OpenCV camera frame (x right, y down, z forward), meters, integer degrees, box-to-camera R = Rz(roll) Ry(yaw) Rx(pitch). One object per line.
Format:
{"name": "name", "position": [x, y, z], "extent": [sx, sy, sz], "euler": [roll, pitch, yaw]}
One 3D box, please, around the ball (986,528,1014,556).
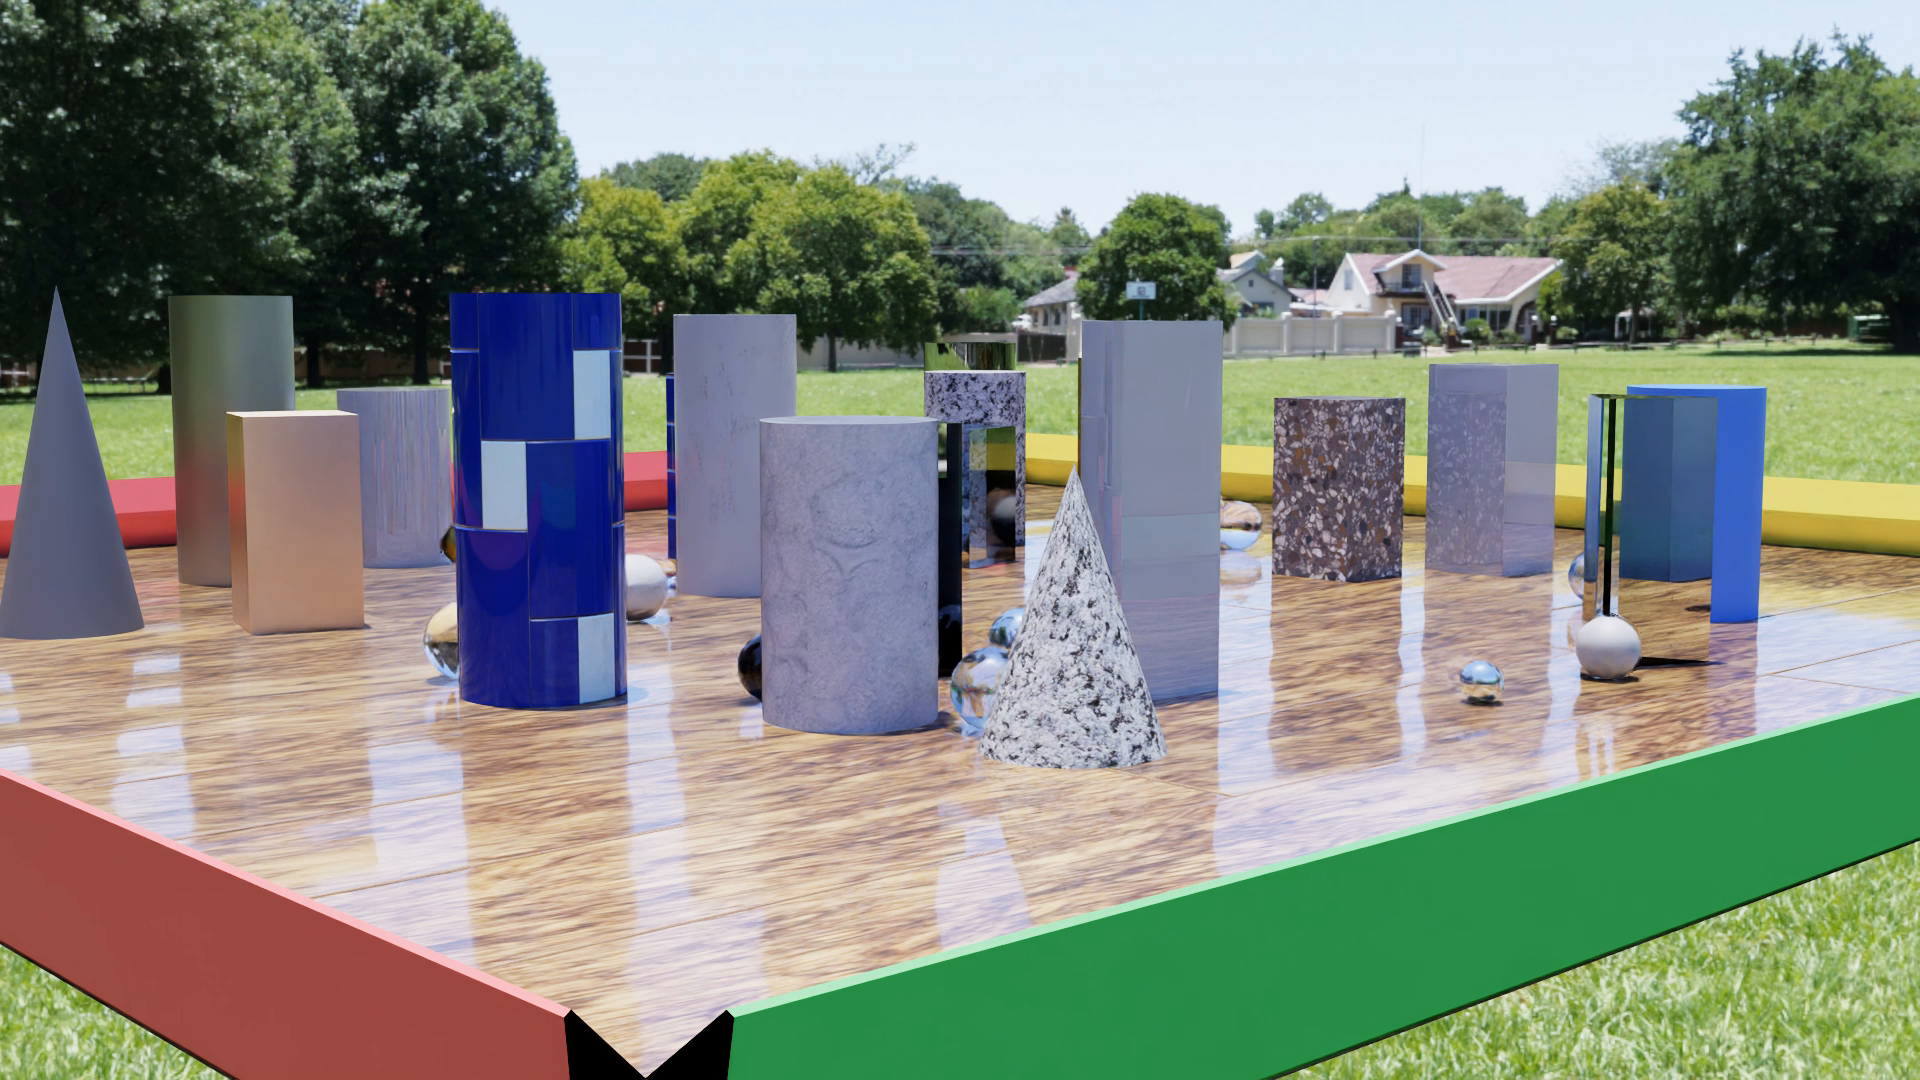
{"name": "ball", "position": [0.072, 0.003, 3.972], "extent": [0.052, 0.052, 0.052], "euler": [0, 6, 0]}

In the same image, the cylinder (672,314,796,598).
{"name": "cylinder", "position": [-0.354, -0.138, 3.484], "extent": [0.193, 0.436, 0.193], "euler": [0, 6, 0]}

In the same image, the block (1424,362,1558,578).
{"name": "block", "position": [0.907, -0.124, 3.754], "extent": [0.155, 0.352, 0.155], "euler": [-6, 8, -43]}

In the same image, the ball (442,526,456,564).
{"name": "ball", "position": [-0.865, 0.007, 3.833], "extent": [0.074, 0.074, 0.074], "euler": [0, 6, 0]}

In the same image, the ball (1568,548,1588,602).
{"name": "ball", "position": [0.963, 0.054, 3.317], "extent": [0.088, 0.088, 0.088], "euler": [0, 6, 0]}

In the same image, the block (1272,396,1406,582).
{"name": "block", "position": [0.635, -0.090, 3.691], "extent": [0.155, 0.297, 0.155], "euler": [-6, 8, -43]}

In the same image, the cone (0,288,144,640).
{"name": "cone", "position": [-1.240, -0.113, 3.042], "extent": [0.193, 0.478, 0.193], "euler": [0, 6, 0]}

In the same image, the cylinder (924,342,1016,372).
{"name": "cylinder", "position": [0.021, -0.225, 4.600], "extent": [0.193, 0.375, 0.193], "euler": [0, 6, 0]}

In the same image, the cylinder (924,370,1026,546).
{"name": "cylinder", "position": [0.029, -0.158, 4.201], "extent": [0.193, 0.326, 0.193], "euler": [0, 6, 0]}

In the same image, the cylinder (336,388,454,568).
{"name": "cylinder", "position": [-0.994, -0.113, 3.874], "extent": [0.193, 0.304, 0.193], "euler": [0, 6, 0]}

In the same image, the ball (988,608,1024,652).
{"name": "ball", "position": [0.076, 0.124, 2.664], "extent": [0.086, 0.086, 0.086], "euler": [0, 6, 0]}

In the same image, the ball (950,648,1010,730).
{"name": "ball", "position": [0.033, 0.158, 2.331], "extent": [0.088, 0.088, 0.088], "euler": [0, 6, 0]}

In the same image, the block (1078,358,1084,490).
{"name": "block", "position": [0.329, -0.169, 4.179], "extent": [0.155, 0.352, 0.155], "euler": [-3, 7, -26]}

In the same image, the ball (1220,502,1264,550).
{"name": "ball", "position": [0.519, -0.027, 4.087], "extent": [0.089, 0.089, 0.089], "euler": [0, 6, 0]}

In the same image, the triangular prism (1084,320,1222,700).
{"name": "triangular prism", "position": [0.193, -0.039, 2.563], "extent": [0.167, 0.431, 0.145], "euler": [-5, 8, -40]}

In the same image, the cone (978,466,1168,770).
{"name": "cone", "position": [0.114, 0.067, 2.217], "extent": [0.193, 0.292, 0.193], "euler": [0, 6, 0]}

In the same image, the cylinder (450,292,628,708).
{"name": "cylinder", "position": [-0.485, -0.052, 2.537], "extent": [0.193, 0.462, 0.193], "euler": [0, 6, 0]}

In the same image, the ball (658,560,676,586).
{"name": "ball", "position": [-0.475, 0.053, 3.536], "extent": [0.044, 0.044, 0.044], "euler": [0, 6, 0]}

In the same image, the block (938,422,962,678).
{"name": "block", "position": [-0.106, 0.010, 2.689], "extent": [0.155, 0.308, 0.155], "euler": [-4, 7, -37]}

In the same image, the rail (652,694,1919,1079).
{"name": "rail", "position": [1.102, 0.157, 2.144], "extent": [3.436, 0.126, 0.045], "euler": [-6, 8, -42]}

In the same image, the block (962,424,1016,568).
{"name": "block", "position": [-0.008, -0.080, 3.876], "extent": [0.155, 0.239, 0.155], "euler": [4, 7, 32]}

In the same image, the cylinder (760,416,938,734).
{"name": "cylinder", "position": [-0.120, 0.032, 2.393], "extent": [0.193, 0.326, 0.193], "euler": [0, 6, 0]}

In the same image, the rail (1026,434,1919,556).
{"name": "rail", "position": [1.245, -0.087, 4.475], "extent": [0.045, 0.126, 3.298], "euler": [-6, 8, -42]}

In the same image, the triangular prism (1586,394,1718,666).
{"name": "triangular prism", "position": [0.847, -0.017, 2.811], "extent": [0.167, 0.335, 0.145], "euler": [-2, 6, -19]}

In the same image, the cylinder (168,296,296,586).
{"name": "cylinder", "position": [-1.193, -0.167, 3.620], "extent": [0.193, 0.466, 0.193], "euler": [0, 6, 0]}

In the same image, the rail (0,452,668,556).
{"name": "rail", "position": [-1.102, -0.092, 4.520], "extent": [3.436, 0.126, 0.045], "euler": [-6, 8, -42]}

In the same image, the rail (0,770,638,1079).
{"name": "rail", "position": [-1.245, 0.153, 2.189], "extent": [0.045, 0.126, 3.298], "euler": [-6, 8, -42]}

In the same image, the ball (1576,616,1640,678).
{"name": "ball", "position": [0.783, 0.130, 2.657], "extent": [0.076, 0.076, 0.076], "euler": [0, 6, 0]}

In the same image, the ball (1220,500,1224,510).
{"name": "ball", "position": [0.490, -0.054, 4.385], "extent": [0.079, 0.079, 0.079], "euler": [0, 6, 0]}

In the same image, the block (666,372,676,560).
{"name": "block", "position": [-0.415, -0.130, 3.909], "extent": [0.155, 0.331, 0.155], "euler": [-4, 7, -36]}

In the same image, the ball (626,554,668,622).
{"name": "ball", "position": [-0.465, 0.068, 3.145], "extent": [0.097, 0.097, 0.097], "euler": [0, 6, 0]}

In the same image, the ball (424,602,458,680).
{"name": "ball", "position": [-0.598, 0.121, 2.651], "extent": [0.095, 0.095, 0.095], "euler": [0, 6, 0]}

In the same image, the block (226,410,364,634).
{"name": "block", "position": [-0.940, -0.029, 3.106], "extent": [0.155, 0.298, 0.155], "euler": [-3, 7, -26]}

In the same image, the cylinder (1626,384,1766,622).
{"name": "cylinder", "position": [1.071, -0.058, 3.214], "extent": [0.193, 0.332, 0.193], "euler": [0, 6, 0]}

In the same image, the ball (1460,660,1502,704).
{"name": "ball", "position": [0.590, 0.161, 2.492], "extent": [0.048, 0.048, 0.048], "euler": [0, 6, 0]}

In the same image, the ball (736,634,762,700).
{"name": "ball", "position": [-0.214, 0.144, 2.504], "extent": [0.079, 0.079, 0.079], "euler": [0, 6, 0]}
